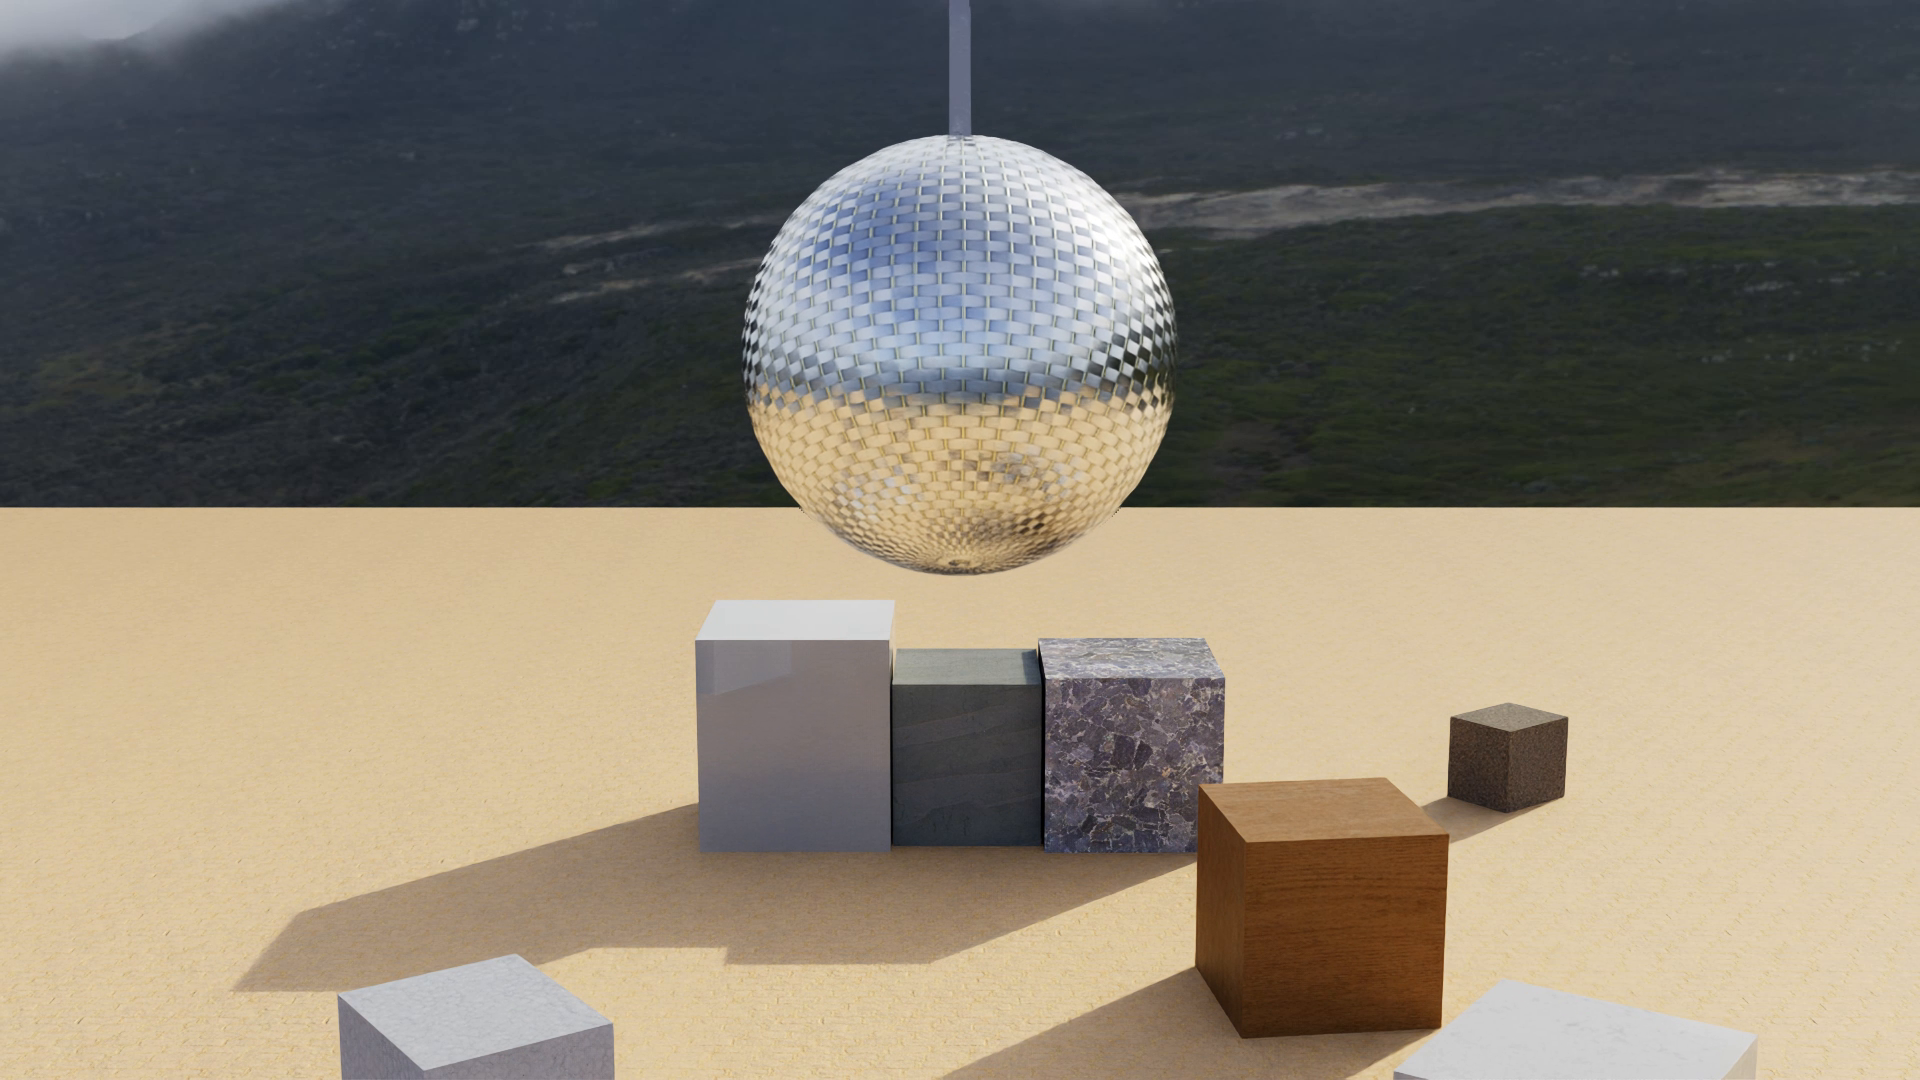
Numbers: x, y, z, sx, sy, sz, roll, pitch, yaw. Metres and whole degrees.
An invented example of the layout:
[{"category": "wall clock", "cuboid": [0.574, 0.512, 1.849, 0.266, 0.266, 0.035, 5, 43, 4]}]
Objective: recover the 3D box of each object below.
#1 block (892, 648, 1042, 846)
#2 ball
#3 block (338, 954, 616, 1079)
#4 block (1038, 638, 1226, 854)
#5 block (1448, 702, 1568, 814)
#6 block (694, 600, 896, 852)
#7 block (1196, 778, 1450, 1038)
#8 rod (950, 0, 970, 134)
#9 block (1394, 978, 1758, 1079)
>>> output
[{"category": "block", "cuboid": [0.035, 1.060, 11.392, 0.743, 0.838, 0.787, 0, 10, 0]}, {"category": "ball", "cuboid": [0.000, -0.670, 8.041, 1.600, 1.600, 1.600, 0, 10, 0]}, {"category": "block", "cuboid": [-1.614, 1.881, 7.347, 0.647, 0.670, 0.763, -7, 13, -35]}, {"category": "block", "cuboid": [0.861, 1.041, 11.333, 0.884, 0.896, 0.887, 0, 10, 0]}, {"category": "block", "cuboid": [2.959, 1.170, 11.882, 0.494, 0.446, 0.400, -8, 13, -37]}, {"category": "block", "cuboid": [-0.824, 0.940, 11.364, 0.955, 1.085, 0.958, 0, 10, 0]}, {"category": "block", "cuboid": [1.471, 1.496, 9.071, 0.820, 0.810, 0.792, -1, 10, -7]}, {"category": "rod", "cuboid": [0.000, -3.878, 9.168, 0.080, 5.200, 0.080, 0, -19, 0]}, {"category": "block", "cuboid": [1.867, 1.935, 6.696, 0.816, 0.796, 0.883, 7, 12, 34]}]
